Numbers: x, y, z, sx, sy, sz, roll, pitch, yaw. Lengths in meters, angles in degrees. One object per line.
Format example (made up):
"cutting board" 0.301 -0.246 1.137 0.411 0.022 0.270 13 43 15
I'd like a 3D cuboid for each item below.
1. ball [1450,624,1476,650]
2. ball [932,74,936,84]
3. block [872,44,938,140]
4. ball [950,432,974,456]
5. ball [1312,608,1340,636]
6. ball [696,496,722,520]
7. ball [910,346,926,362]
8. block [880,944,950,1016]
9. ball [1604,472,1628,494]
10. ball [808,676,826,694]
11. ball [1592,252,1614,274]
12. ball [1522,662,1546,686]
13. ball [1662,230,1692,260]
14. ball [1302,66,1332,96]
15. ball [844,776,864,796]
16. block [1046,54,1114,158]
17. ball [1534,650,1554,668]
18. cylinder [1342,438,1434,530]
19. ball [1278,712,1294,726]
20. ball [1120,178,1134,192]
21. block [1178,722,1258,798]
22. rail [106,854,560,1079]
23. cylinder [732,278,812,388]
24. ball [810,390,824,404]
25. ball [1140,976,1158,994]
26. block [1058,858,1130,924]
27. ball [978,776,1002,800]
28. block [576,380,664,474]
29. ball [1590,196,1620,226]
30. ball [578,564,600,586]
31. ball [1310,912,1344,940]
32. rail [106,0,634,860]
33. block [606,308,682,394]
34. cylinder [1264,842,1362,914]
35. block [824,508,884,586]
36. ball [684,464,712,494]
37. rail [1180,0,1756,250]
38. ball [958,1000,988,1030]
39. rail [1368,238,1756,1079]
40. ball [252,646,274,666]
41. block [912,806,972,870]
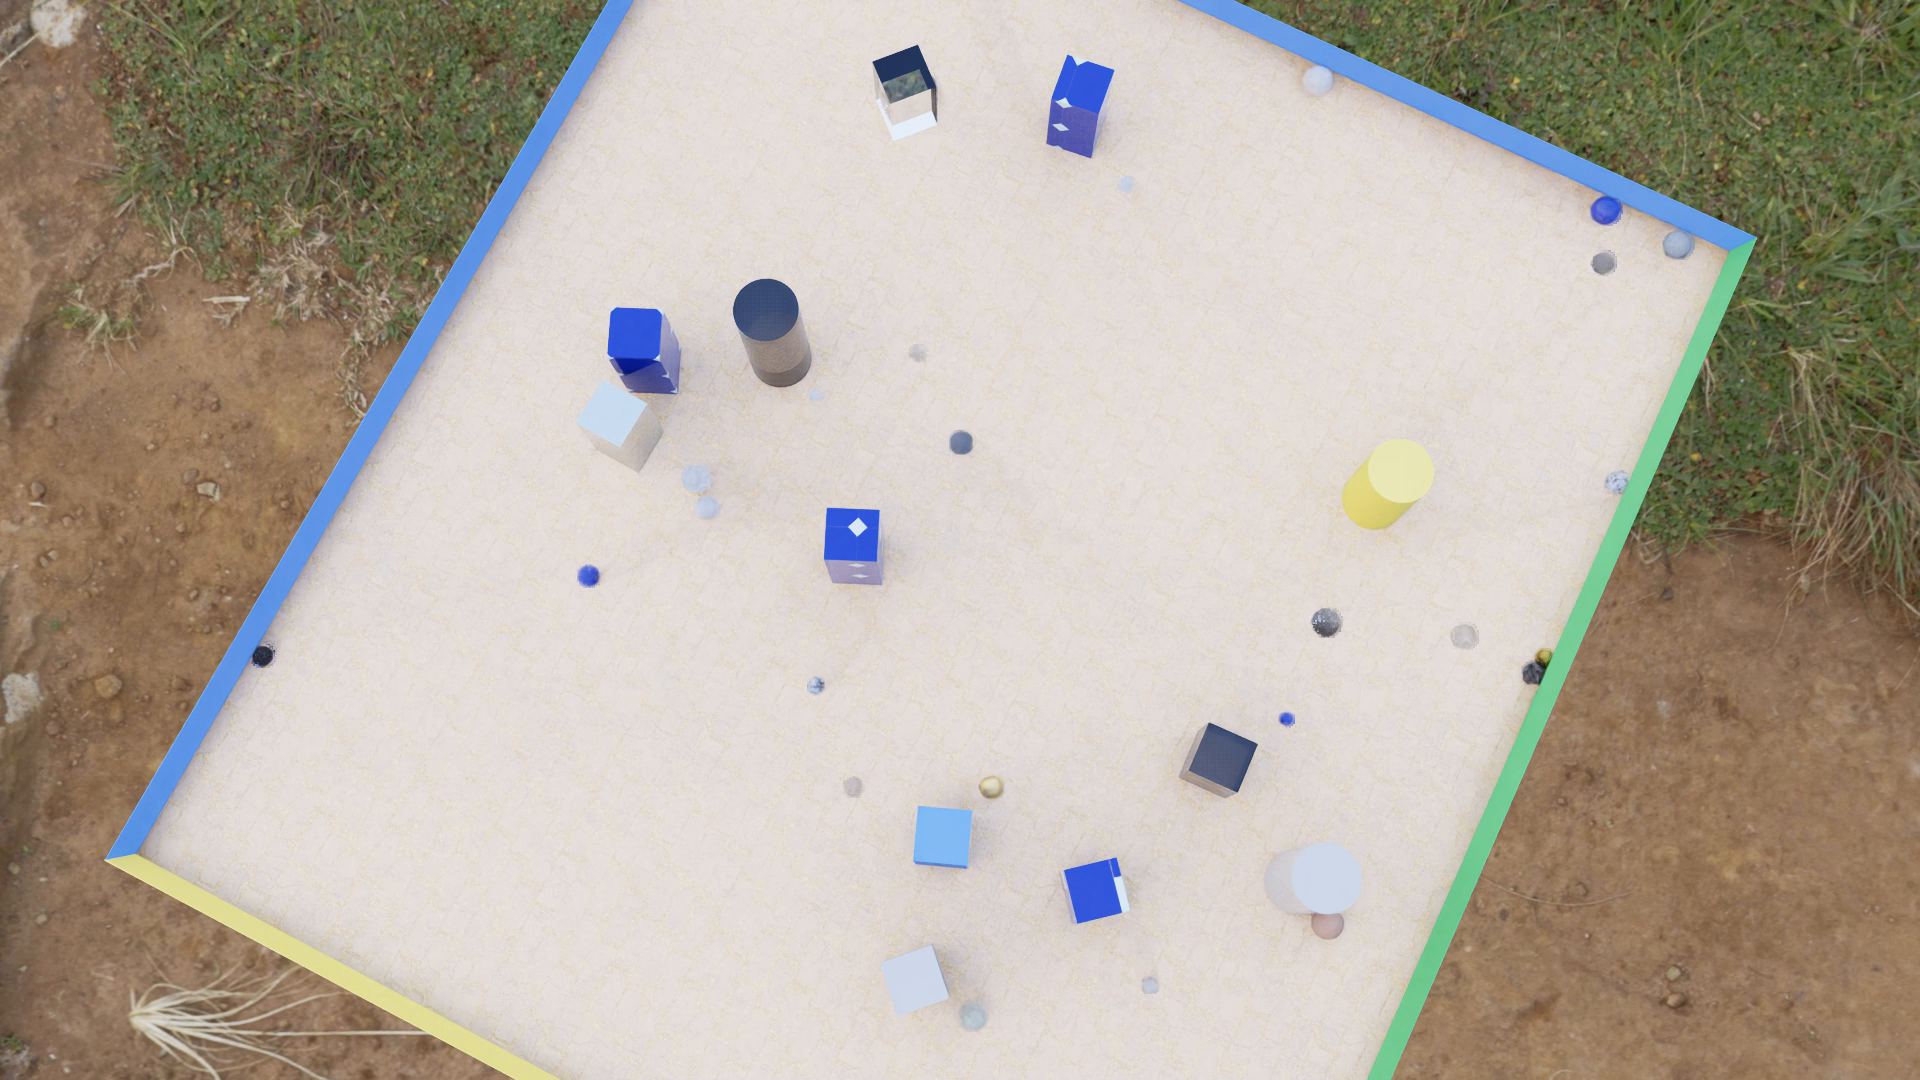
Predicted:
"ball" 1.517 0.291 5.518 0.075 0.075 0.075 0 78 0
"ball" -0.103 -1.478 5.898 0.048 0.048 0.048 0 78 0
"block" -0.172 -1.405 5.768 0.152 0.272 0.152 -21 79 -4
"ball" 0.005 -0.298 5.640 0.074 0.074 0.074 0 78 0
"ball" 1.102 0.249 5.521 0.086 0.086 0.086 0 78 0
"ball" -0.766 -0.098 5.598 0.075 0.075 0.075 0 78 0
"ball" -0.129 -0.580 5.712 0.048 0.048 0.048 0 78 0
"block" -0.127 1.251 5.223 0.152 0.263 0.152 -19 79 -4
"ball" 2.012 -0.175 5.616 0.071 0.071 0.071 0 78 0
"ball" -0.431 0.436 5.500 0.051 0.051 0.051 0 78 0
"ball" 2.021 -0.870 5.761 0.070 0.070 0.070 0 78 0
"ball" 1.721 0.402 5.499 0.068 0.068 0.068 0 78 0
"ball" 2.256 -0.929 5.763 0.089 0.089 0.089 0 78 0
"ball" 1.145 -1.474 5.874 0.093 0.093 0.093 0 78 0
"ball" -0.315 0.732 5.435 0.058 0.058 0.058 0 78 0
"block" 0.373 -1.350 5.726 0.152 0.333 0.152 19 79 4
"ball" 1.758 0.357 5.515 0.055 0.055 0.055 0 78 0
"cylinder" 1.271 -0.162 5.461 0.191 0.370 0.191 0 78 0
"ball" 0.975 0.534 5.484 0.043 0.043 0.043 0 78 0
"ball" 0.529 -1.128 5.826 0.046 0.046 0.046 0 78 0
"block" 0.752 0.646 5.353 0.152 0.254 0.152 24 79 5
"rail" -0.865 1.701 5.200 3.574 0.124 0.045 26 80 5
"cylinder" -0.559 -0.616 5.505 0.191 0.467 0.191 0 78 0
"ball" -0.444 -0.445 5.688 0.041 0.041 0.041 0 78 0
"ball" 0.550 1.292 5.324 0.049 0.049 0.049 0 78 0
"block" 0.383 1.009 5.264 0.152 0.282 0.152 -13 79 -3
"ball" 0.091 0.733 5.429 0.070 0.070 0.070 0 78 0
"block" -1.021 -0.339 5.525 0.152 0.317 0.152 29 80 6
"ball" 2.036 -1.040 5.786 0.090 0.090 0.090 0 78 0
"ball" -1.126 0.107 5.561 0.066 0.066 0.066 0 78 0
"ball" 1.070 1.116 5.337 0.095 0.095 0.095 0 78 0
"rail" -1.577 -0.766 5.711 0.045 0.124 3.916 26 80 5
"block" -0.952 -0.569 5.545 0.152 0.371 0.152 2 78 0
"cylinder" 0.993 0.962 5.184 0.191 0.458 0.191 0 78 0
"block" -0.309 0.022 5.420 0.152 0.375 0.152 2 78 0
"ball" -0.802 -0.189 5.610 0.090 0.090 0.090 0 78 0
"rail" 0.865 -1.688 5.901 3.574 0.124 0.045 26 80 5
"ball" 0.036 1.371 5.289 0.087 0.087 0.087 0 78 0
"rail" 1.577 0.779 5.391 0.045 0.124 3.916 26 80 5
"ball" -2.098 0.349 5.513 0.060 0.060 0.060 0 78 0
"block" -0.048 0.857 5.267 0.152 0.337 0.152 5 78 1
